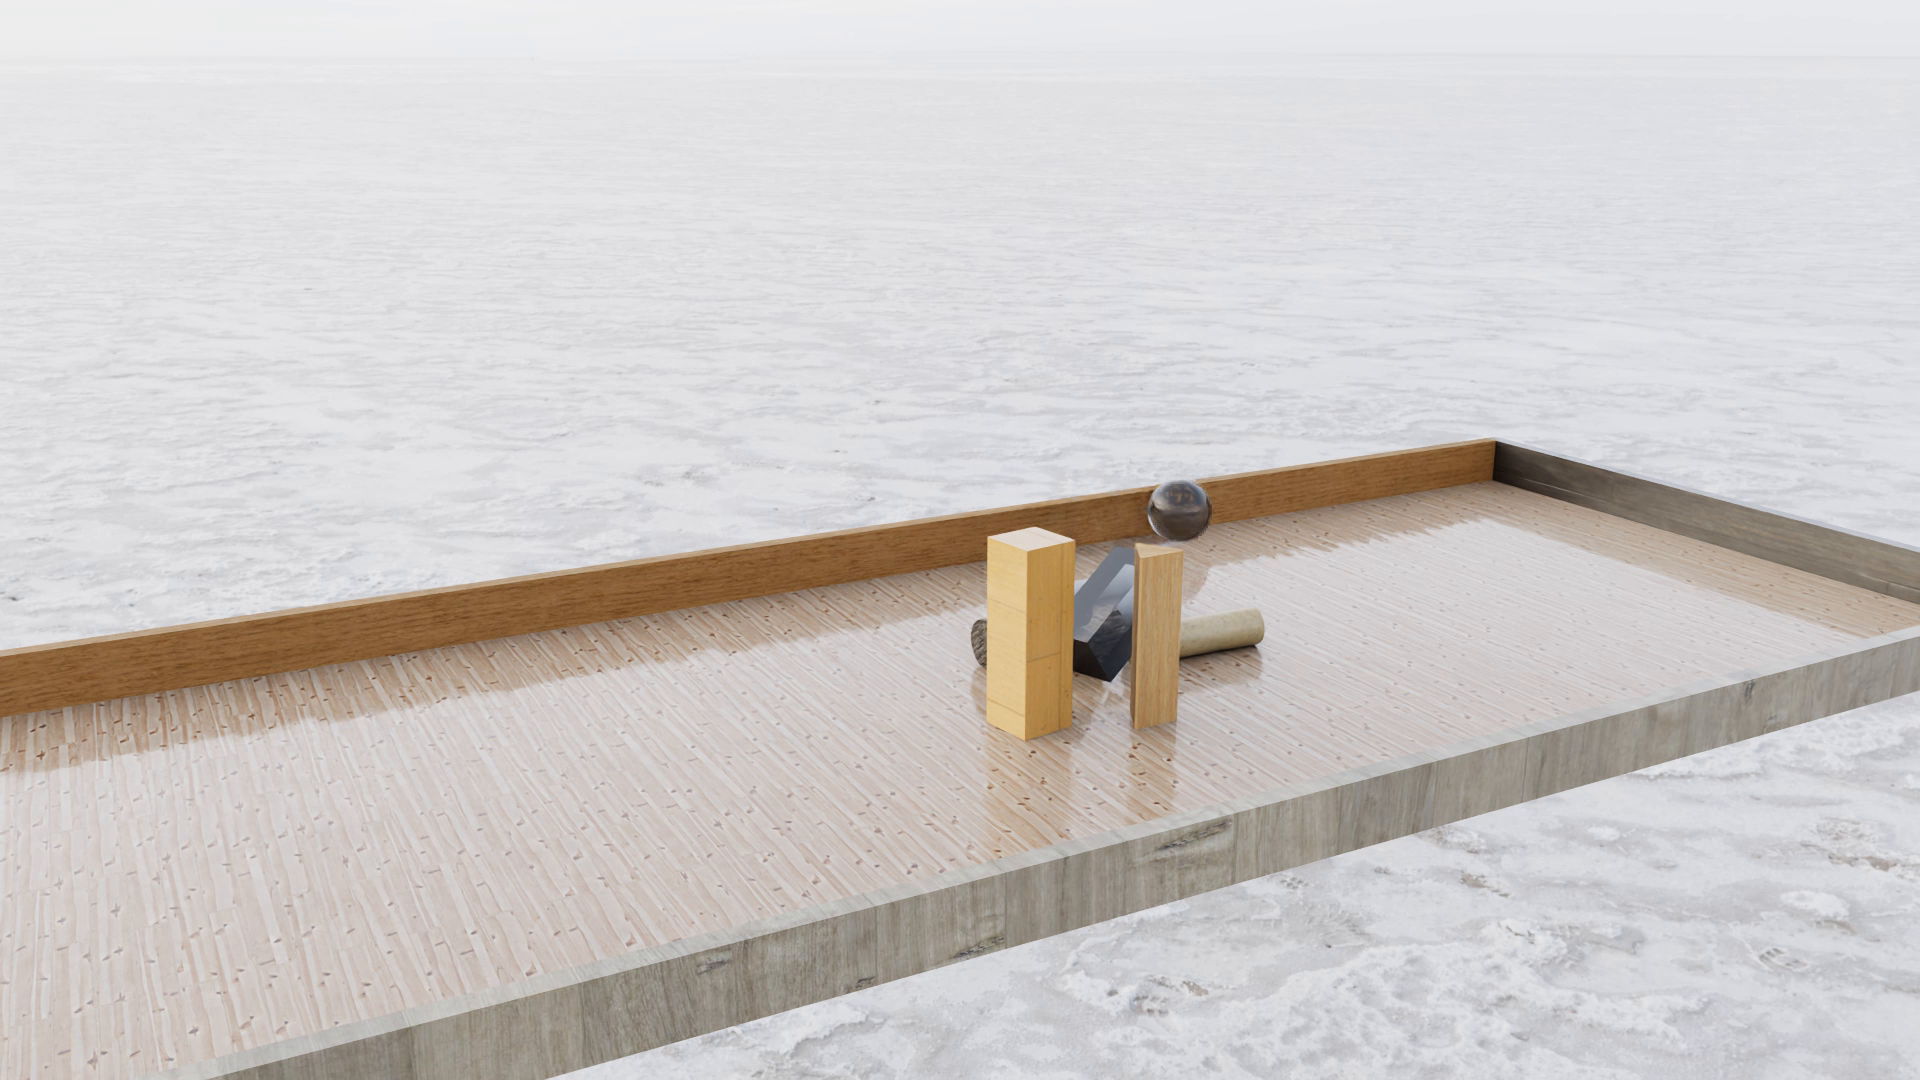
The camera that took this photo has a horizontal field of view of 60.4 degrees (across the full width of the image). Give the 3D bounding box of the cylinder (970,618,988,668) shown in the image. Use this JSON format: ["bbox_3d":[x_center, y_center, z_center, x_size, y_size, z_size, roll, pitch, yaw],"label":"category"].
[{"bbox_3d":[0.205,0.243,4.298,0.333,0.129,0.129,-9,19,-29],"label":"cylinder"}]

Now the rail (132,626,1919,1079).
[{"bbox_3d":[-2.336,1.006,1.665,12.000,0.150,0.050,-9,18,-27],"label":"rail"}]

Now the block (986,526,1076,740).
[{"bbox_3d":[0.162,0.215,3.817,0.142,0.455,0.142,-12,20,-36],"label":"block"}]

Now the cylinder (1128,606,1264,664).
[{"bbox_3d":[0.613,0.250,4.323,0.375,0.103,0.103,-8,18,-24],"label":"cylinder"}]

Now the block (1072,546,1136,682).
[{"bbox_3d":[0.389,0.185,4.189,0.147,0.147,0.311,13,54,48],"label":"block"}]

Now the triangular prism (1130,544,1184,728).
[{"bbox_3d":[0.437,0.220,3.864,0.119,0.418,0.103,-9,19,-28],"label":"triangular prism"}]

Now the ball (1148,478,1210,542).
[{"bbox_3d":[0.705,-0.095,5.318,0.203,0.203,0.203,0,16,0],"label":"ball"}]

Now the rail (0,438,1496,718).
[{"bbox_3d":[-3.305,0.497,3.399,12.000,0.150,0.050,-9,18,-27],"label":"rail"}]

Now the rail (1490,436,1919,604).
[{"bbox_3d":[2.466,-0.048,5.253,0.050,0.150,2.100,-9,18,-27],"label":"rail"}]

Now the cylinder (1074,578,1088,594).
[{"bbox_3d":[0.356,0.171,4.544,0.455,0.129,0.129,-11,20,-33],"label":"cylinder"}]
